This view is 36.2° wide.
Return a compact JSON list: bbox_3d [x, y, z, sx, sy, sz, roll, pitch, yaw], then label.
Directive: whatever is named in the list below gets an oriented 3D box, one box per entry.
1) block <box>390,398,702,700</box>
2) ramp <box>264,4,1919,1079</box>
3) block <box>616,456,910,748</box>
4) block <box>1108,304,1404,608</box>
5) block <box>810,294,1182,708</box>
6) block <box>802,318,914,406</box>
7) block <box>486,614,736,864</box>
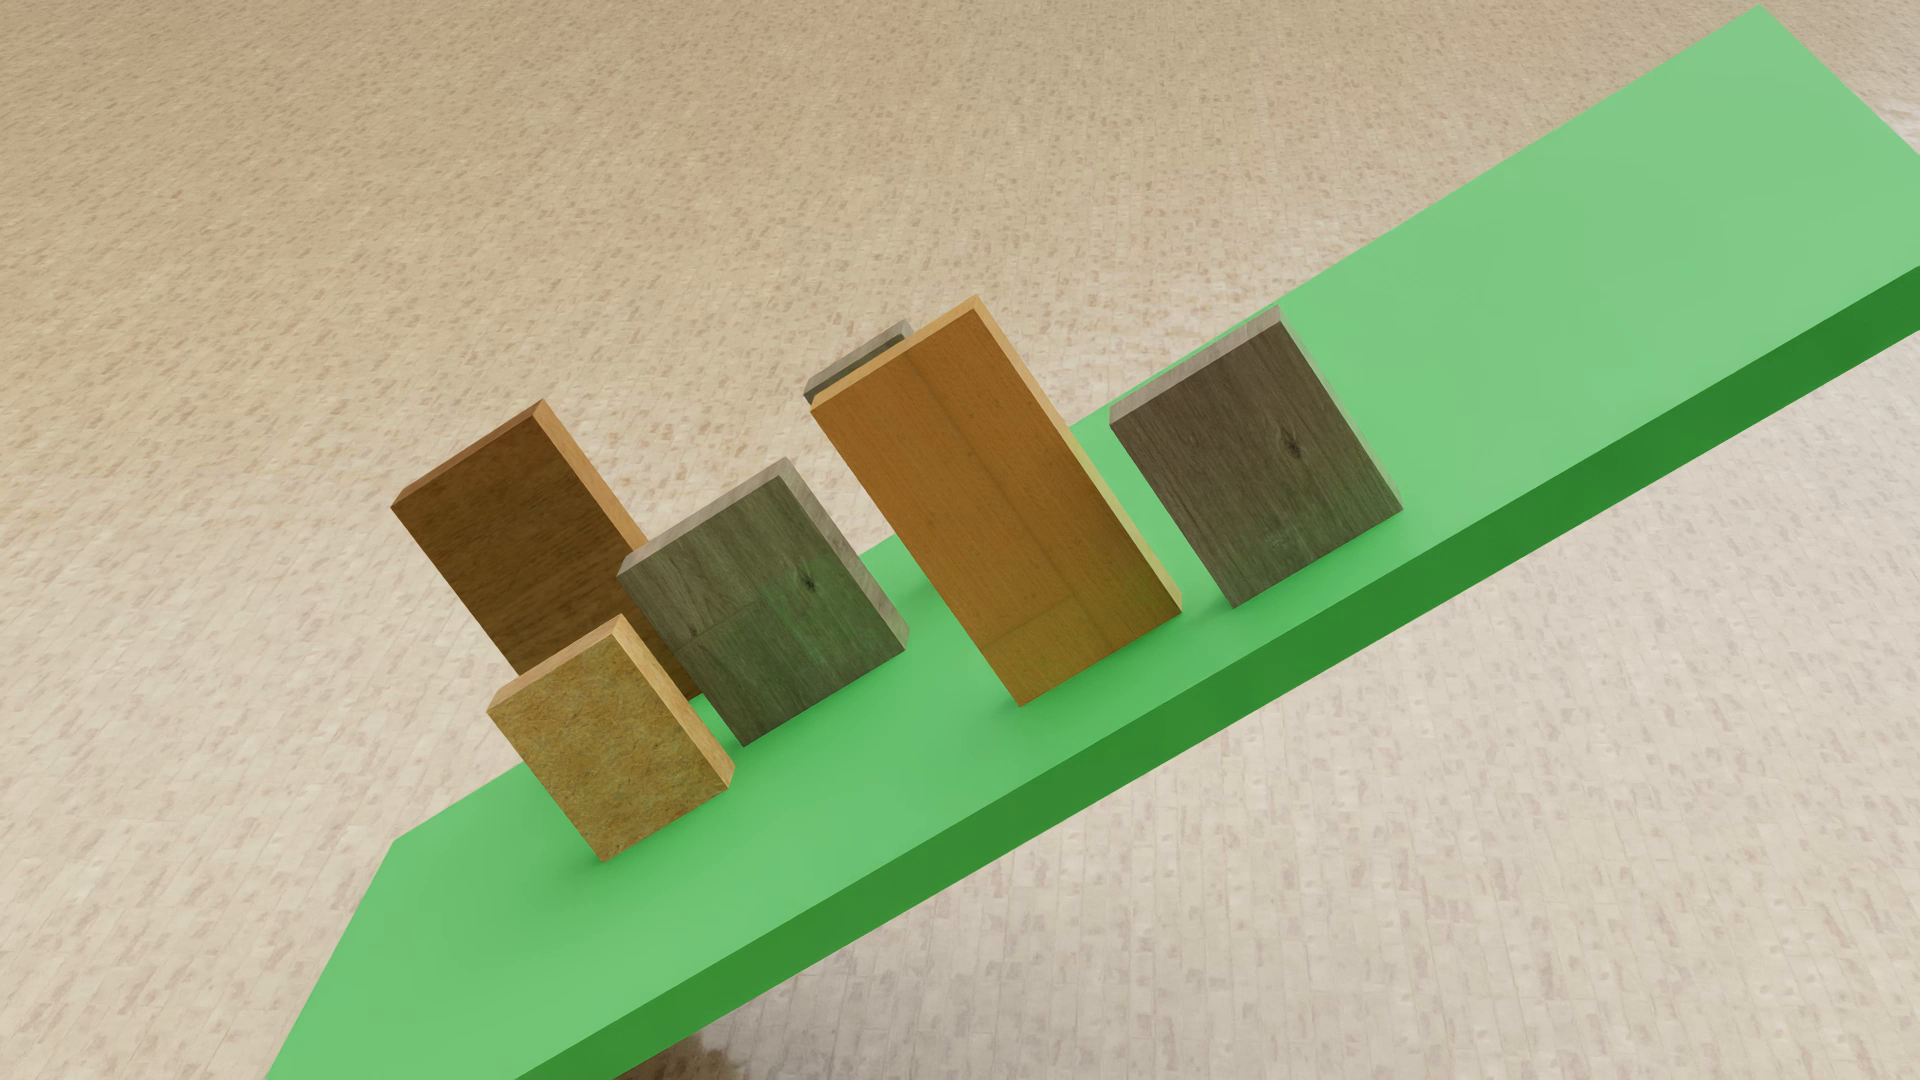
[{"bbox_3d":[-0.958,0.105,7.129,0.429,0.794,0.130,-31,16,14],"label":"block"},{"bbox_3d":[0.138,0.172,6.299,4.000,0.100,2.000,-31,16,14],"label":"ramp"},{"bbox_3d":[-0.432,0.139,6.495,0.439,0.484,0.127,-31,16,14],"label":"block"},{"bbox_3d":[0.543,-0.151,5.401,0.364,0.426,0.109,-31,16,14],"label":"block"},{"bbox_3d":[0.074,-0.069,5.598,0.371,0.715,0.098,-31,16,14],"label":"block"},{"bbox_3d":[-0.083,-0.193,6.630,0.265,0.550,0.116,-31,16,14],"label":"block"},{"bbox_3d":[-0.757,0.433,6.404,0.340,0.429,0.117,-31,16,14],"label":"block"}]
